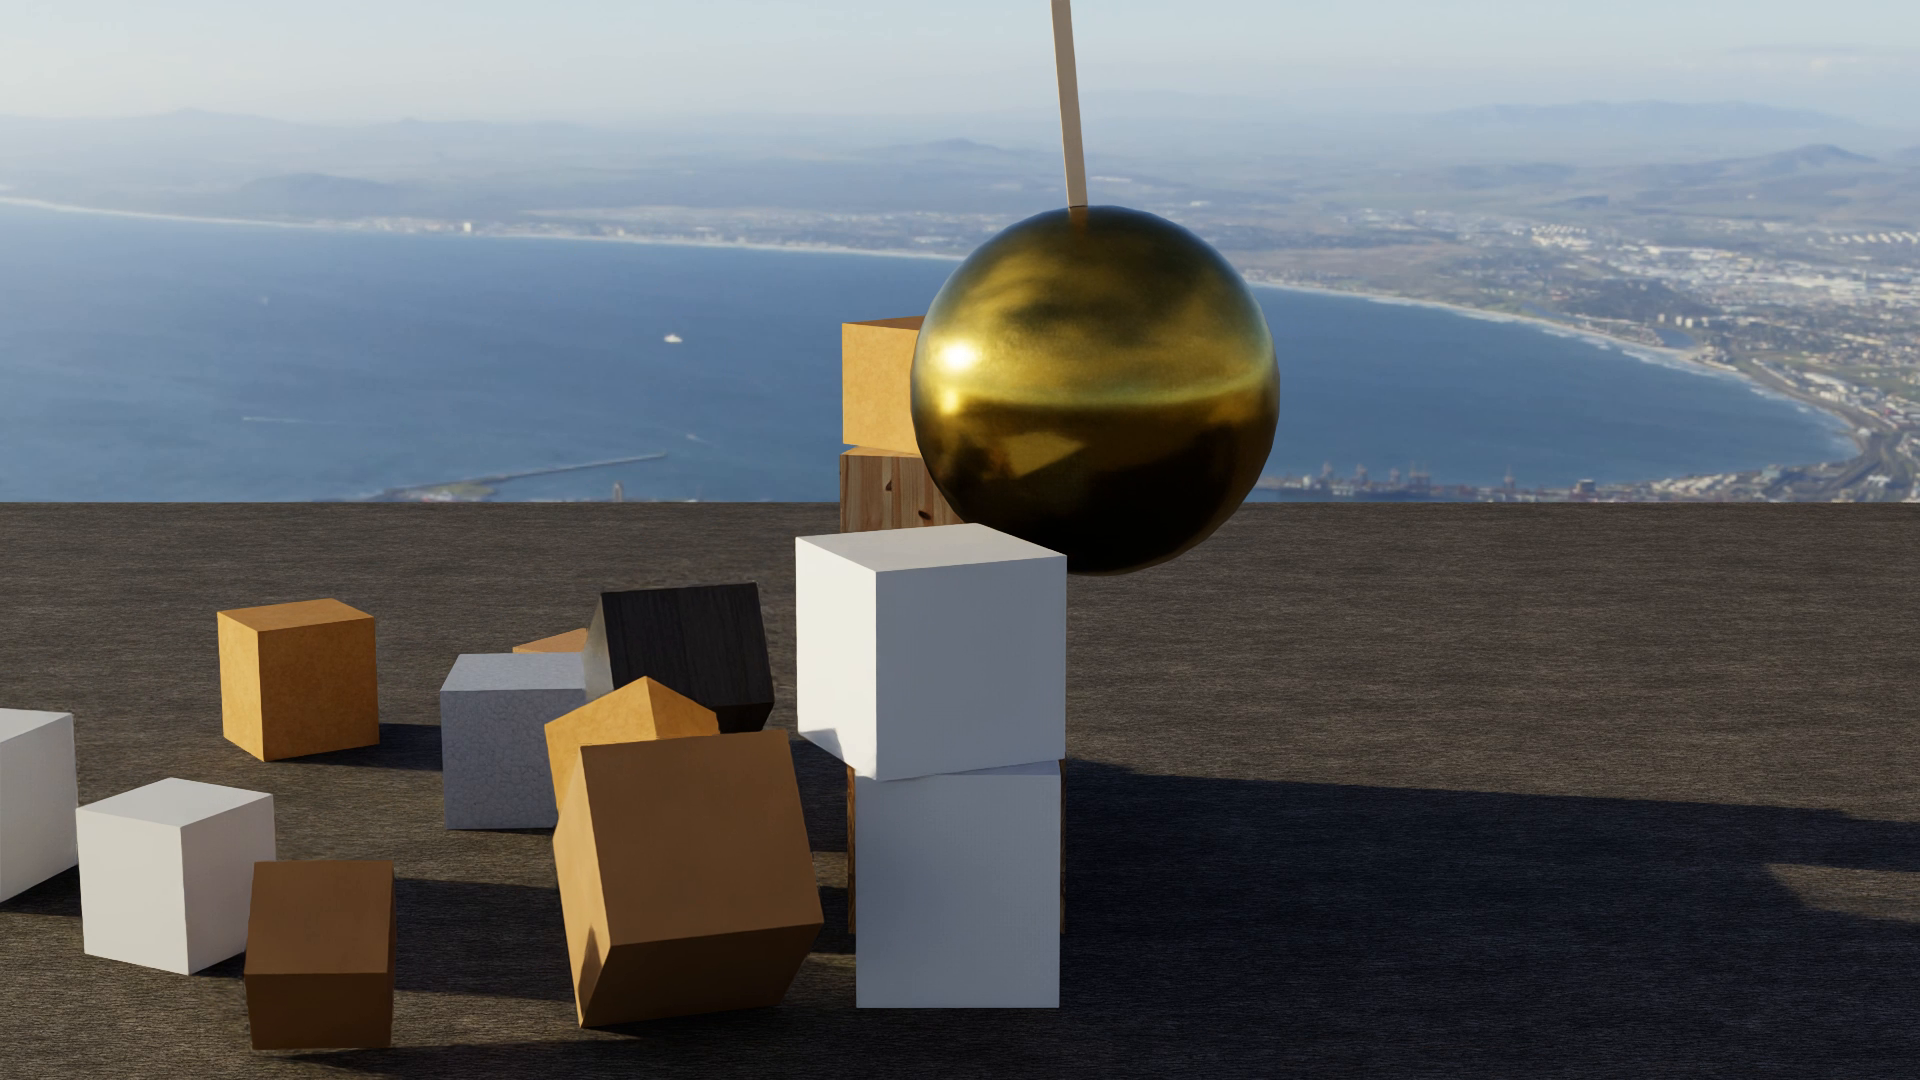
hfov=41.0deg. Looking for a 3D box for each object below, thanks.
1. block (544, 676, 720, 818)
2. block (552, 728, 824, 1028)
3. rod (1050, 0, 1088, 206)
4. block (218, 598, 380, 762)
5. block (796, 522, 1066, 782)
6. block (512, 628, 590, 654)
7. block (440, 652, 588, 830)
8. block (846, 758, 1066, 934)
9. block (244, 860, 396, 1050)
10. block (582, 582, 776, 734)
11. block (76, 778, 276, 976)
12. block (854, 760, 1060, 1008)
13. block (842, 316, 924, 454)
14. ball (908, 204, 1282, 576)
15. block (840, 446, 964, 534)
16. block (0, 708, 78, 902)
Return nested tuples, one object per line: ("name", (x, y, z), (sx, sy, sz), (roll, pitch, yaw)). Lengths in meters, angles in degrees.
("block", (-1.260, 0.914, 10.118), (0.494, 0.475, 0.492), (-26, -31, 19))
("block", (-1.028, 1.257, 9.510), (0.766, 0.765, 0.838), (-4, -29, -19))
("rod", (0.251, -3.971, 10.458), (0.080, 5.200, 0.080), (-5, 10, 1))
("block", (-3.514, 0.731, 13.626), (0.632, 0.687, 0.610), (-7, 12, -34))
("block", (-0.121, 0.414, 9.958), (0.786, 0.793, 0.794), (-5, 11, -25))
("block", (-1.920, 0.822, 13.470), (0.612, 0.563, 0.555), (6, 12, 31))
("block", (-2.069, 0.959, 12.418), (0.767, 0.670, 0.774), (-1, 10, -4))
("block", (-0.014, 1.164, 10.994), (0.896, 0.776, 0.922), (0, 10, 0))
("block", (-2.309, 1.505, 9.299), (0.486, 0.504, 0.475), (1, 48, -10))
("block", (-1.254, 0.609, 11.307), (0.684, 0.561, 0.709), (-3, -24, -17))
("block", (-3.171, 1.354, 10.420), (0.558, 0.607, 0.523), (5, 12, 27))
("block", (-0.010, 1.256, 10.103), (0.772, 0.915, 0.846), (0, 10, 0))
("block", (-0.145, -0.757, 12.400), (0.602, 0.583, 0.591), (10, 14, 43))
("ball", (0.580, -0.642, 11.064), (1.600, 1.600, 1.600), (0, 10, 0))
("block", (-0.096, -0.042, 12.424), (0.769, 0.833, 0.769), (3, 11, 15))
("block", (-4.397, 1.158, 11.270), (0.710, 0.689, 0.711), (3, 11, 15))
